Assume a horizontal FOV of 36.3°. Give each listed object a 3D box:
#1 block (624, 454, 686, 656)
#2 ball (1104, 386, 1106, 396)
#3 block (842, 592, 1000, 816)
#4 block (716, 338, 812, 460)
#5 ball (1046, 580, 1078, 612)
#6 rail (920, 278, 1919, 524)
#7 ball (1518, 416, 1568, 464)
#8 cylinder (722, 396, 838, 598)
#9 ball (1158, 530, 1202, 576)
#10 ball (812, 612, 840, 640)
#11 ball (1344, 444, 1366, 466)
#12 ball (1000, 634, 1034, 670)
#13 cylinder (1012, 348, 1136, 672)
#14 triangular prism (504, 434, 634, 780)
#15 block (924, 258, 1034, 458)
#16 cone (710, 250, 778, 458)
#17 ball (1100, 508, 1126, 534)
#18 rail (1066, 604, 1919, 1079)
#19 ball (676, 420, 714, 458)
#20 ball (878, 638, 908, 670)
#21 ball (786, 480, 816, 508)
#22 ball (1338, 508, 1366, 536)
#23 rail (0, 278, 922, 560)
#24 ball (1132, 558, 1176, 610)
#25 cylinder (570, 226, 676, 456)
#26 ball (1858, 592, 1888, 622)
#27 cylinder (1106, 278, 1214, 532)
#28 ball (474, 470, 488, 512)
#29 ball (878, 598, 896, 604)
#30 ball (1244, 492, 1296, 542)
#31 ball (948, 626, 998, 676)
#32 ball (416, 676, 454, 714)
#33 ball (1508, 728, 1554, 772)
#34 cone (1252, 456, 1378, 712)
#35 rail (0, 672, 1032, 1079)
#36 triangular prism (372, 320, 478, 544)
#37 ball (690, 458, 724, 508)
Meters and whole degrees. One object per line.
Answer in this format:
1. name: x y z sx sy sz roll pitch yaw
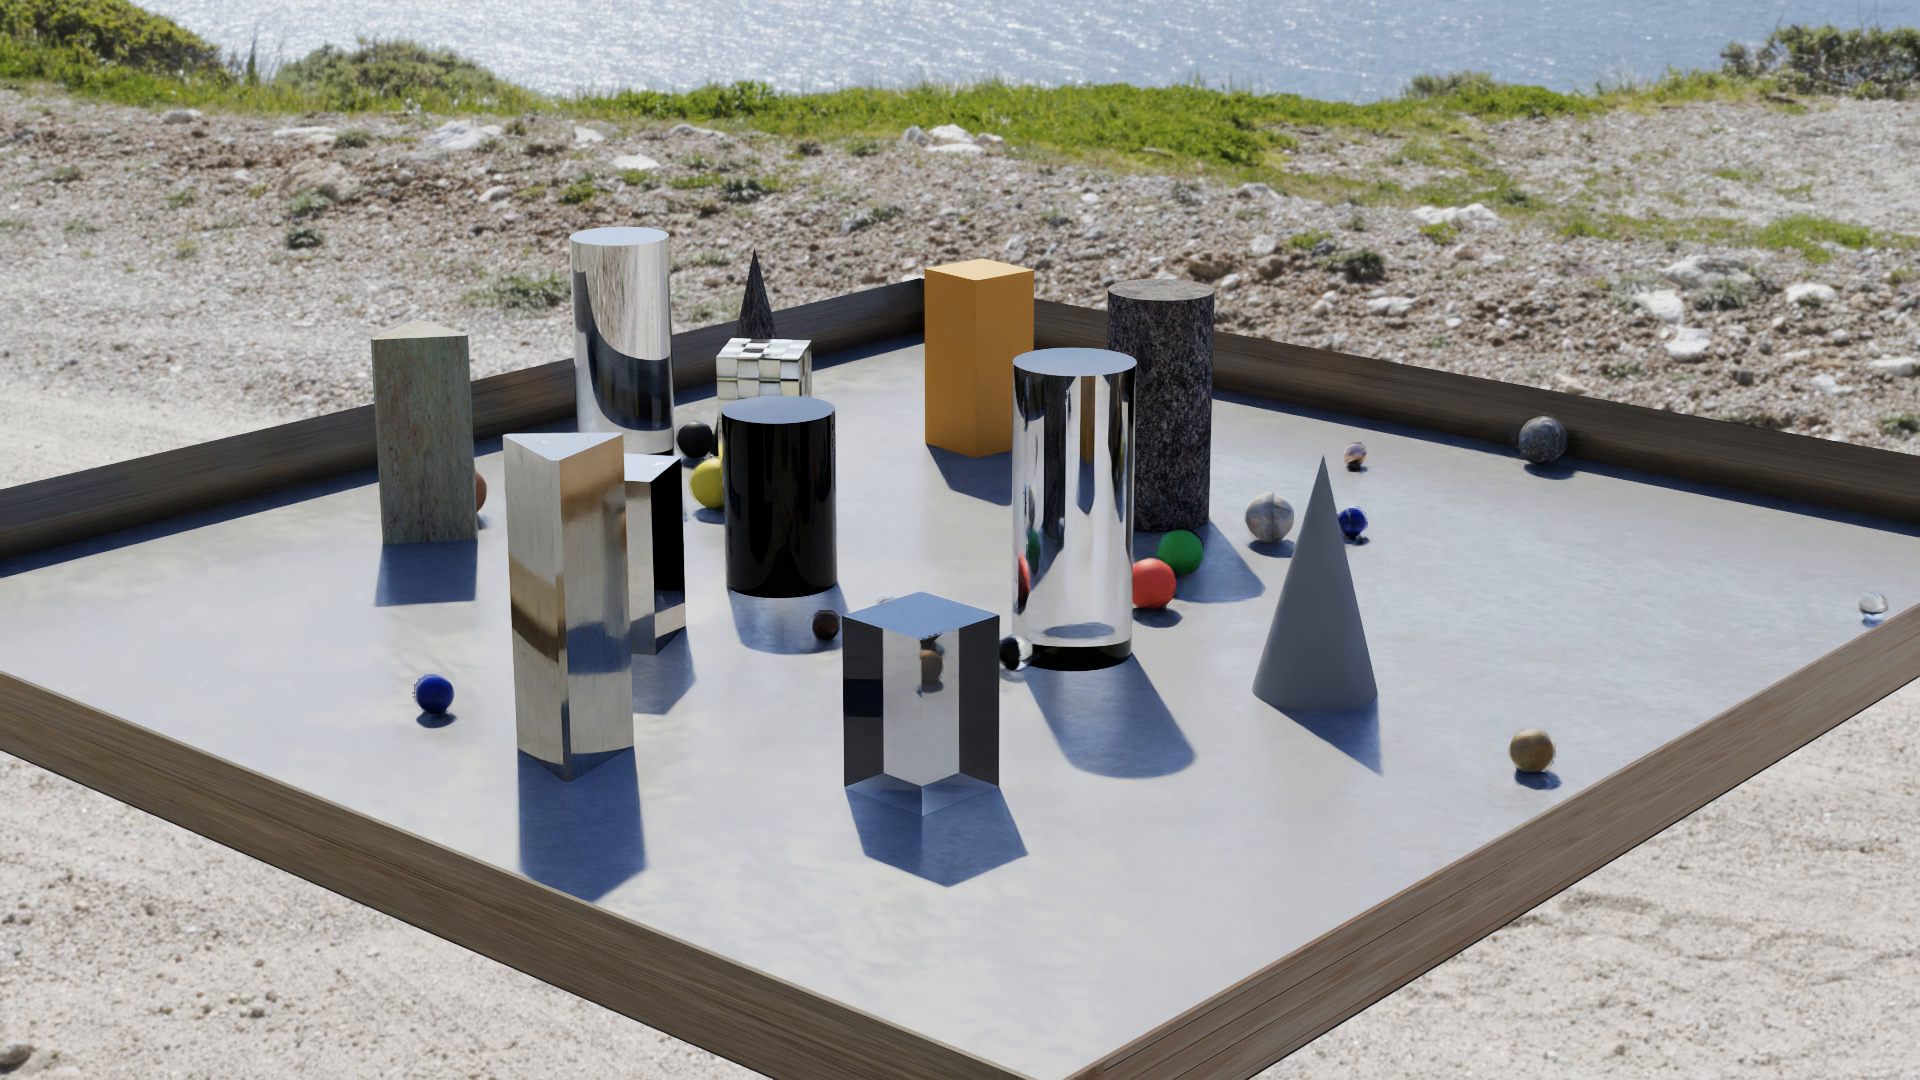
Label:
1. block: -0.560 0.020 4.873 0.159 0.296 0.159 4 17 12
2. ball: 0.344 -0.325 6.440 0.055 0.055 0.055 0 17 0
3. block: -0.056 0.233 4.225 0.159 0.263 0.159 16 23 42
4. block: -0.380 -0.234 5.735 0.159 0.287 0.159 2 17 6
5. ball: 0.176 0.096 5.036 0.057 0.057 0.057 0 17 0
6. rail: 0.983 -0.294 6.204 2.904 0.129 0.045 14 22 39
7. ball: 1.183 -0.202 5.952 0.098 0.098 0.098 0 17 0
8. cylinder: -0.317 -0.078 5.167 0.199 0.315 0.199 0 17 0
9. ball: 0.393 0.022 5.241 0.082 0.082 0.082 0 17 0
10. ball: -0.224 0.144 4.896 0.048 0.048 0.048 0 17 0
11. ball: 0.800 -0.172 5.947 0.046 0.046 0.046 0 17 0
12. ball: 0.089 0.181 4.750 0.059 0.059 0.059 0 17 0
13. cylinder: 0.184 -0.051 4.773 0.199 0.491 0.199 0 17 0
14. triangular prism: -0.557 0.088 4.322 0.149 0.486 0.172 -11 20 -31
15. block: 0.039 -0.378 6.066 0.159 0.371 0.159 -14 22 -39
16. cone: -0.417 -0.390 6.010 0.199 0.426 0.199 0 17 0
17. ball: 0.285 -0.036 5.489 0.049 0.049 0.049 0 17 0
18. rail: 1.078 0.302 4.223 0.045 0.129 3.047 14 22 39
19. ball: -0.541 -0.206 6.006 0.077 0.077 0.077 0 17 0
20. ball: -0.108 0.186 4.750 0.051 0.051 0.051 0 17 0
21. ball: -0.307 -0.090 5.659 0.055 0.055 0.055 0 17 0
22. ball: 0.731 -0.034 5.473 0.054 0.054 0.054 0 17 0
23. rail: -1.078 -0.238 6.016 0.045 0.129 3.047 14 22 39
24. ball: 0.328 0.076 5.049 0.089 0.089 0.089 0 17 0
25. cylinder: -0.684 -0.389 5.946 0.199 0.461 0.199 0 17 0
26. ball: 1.554 0.114 4.993 0.049 0.049 0.049 0 17 0
27. cylinder: 0.375 -0.255 5.531 0.199 0.444 0.199 0 17 0
28. ball: -0.952 -0.092 5.590 0.100 0.100 0.100 0 17 0
29. ball: -0.115 0.127 4.926 0.062 0.062 0.062 0 17 0
30. ball: 0.575 -0.042 5.436 0.092 0.092 0.092 0 17 0
31. ball: 0.021 0.179 4.726 0.079 0.079 0.079 0 17 0
32. ball: -0.816 0.240 4.555 0.060 0.060 0.060 0 17 0
33. ball: 0.841 0.309 4.314 0.066 0.066 0.066 0 17 0
34. cone: 0.564 0.053 4.604 0.199 0.390 0.199 0 17 0
35. rail: -0.983 0.359 4.035 2.904 0.129 0.045 14 22 39
36. triangular prism: -0.999 -0.205 5.463 0.172 0.388 0.149 -3 17 -11
37. ball: -0.470 -0.108 5.646 0.097 0.097 0.097 0 17 0
